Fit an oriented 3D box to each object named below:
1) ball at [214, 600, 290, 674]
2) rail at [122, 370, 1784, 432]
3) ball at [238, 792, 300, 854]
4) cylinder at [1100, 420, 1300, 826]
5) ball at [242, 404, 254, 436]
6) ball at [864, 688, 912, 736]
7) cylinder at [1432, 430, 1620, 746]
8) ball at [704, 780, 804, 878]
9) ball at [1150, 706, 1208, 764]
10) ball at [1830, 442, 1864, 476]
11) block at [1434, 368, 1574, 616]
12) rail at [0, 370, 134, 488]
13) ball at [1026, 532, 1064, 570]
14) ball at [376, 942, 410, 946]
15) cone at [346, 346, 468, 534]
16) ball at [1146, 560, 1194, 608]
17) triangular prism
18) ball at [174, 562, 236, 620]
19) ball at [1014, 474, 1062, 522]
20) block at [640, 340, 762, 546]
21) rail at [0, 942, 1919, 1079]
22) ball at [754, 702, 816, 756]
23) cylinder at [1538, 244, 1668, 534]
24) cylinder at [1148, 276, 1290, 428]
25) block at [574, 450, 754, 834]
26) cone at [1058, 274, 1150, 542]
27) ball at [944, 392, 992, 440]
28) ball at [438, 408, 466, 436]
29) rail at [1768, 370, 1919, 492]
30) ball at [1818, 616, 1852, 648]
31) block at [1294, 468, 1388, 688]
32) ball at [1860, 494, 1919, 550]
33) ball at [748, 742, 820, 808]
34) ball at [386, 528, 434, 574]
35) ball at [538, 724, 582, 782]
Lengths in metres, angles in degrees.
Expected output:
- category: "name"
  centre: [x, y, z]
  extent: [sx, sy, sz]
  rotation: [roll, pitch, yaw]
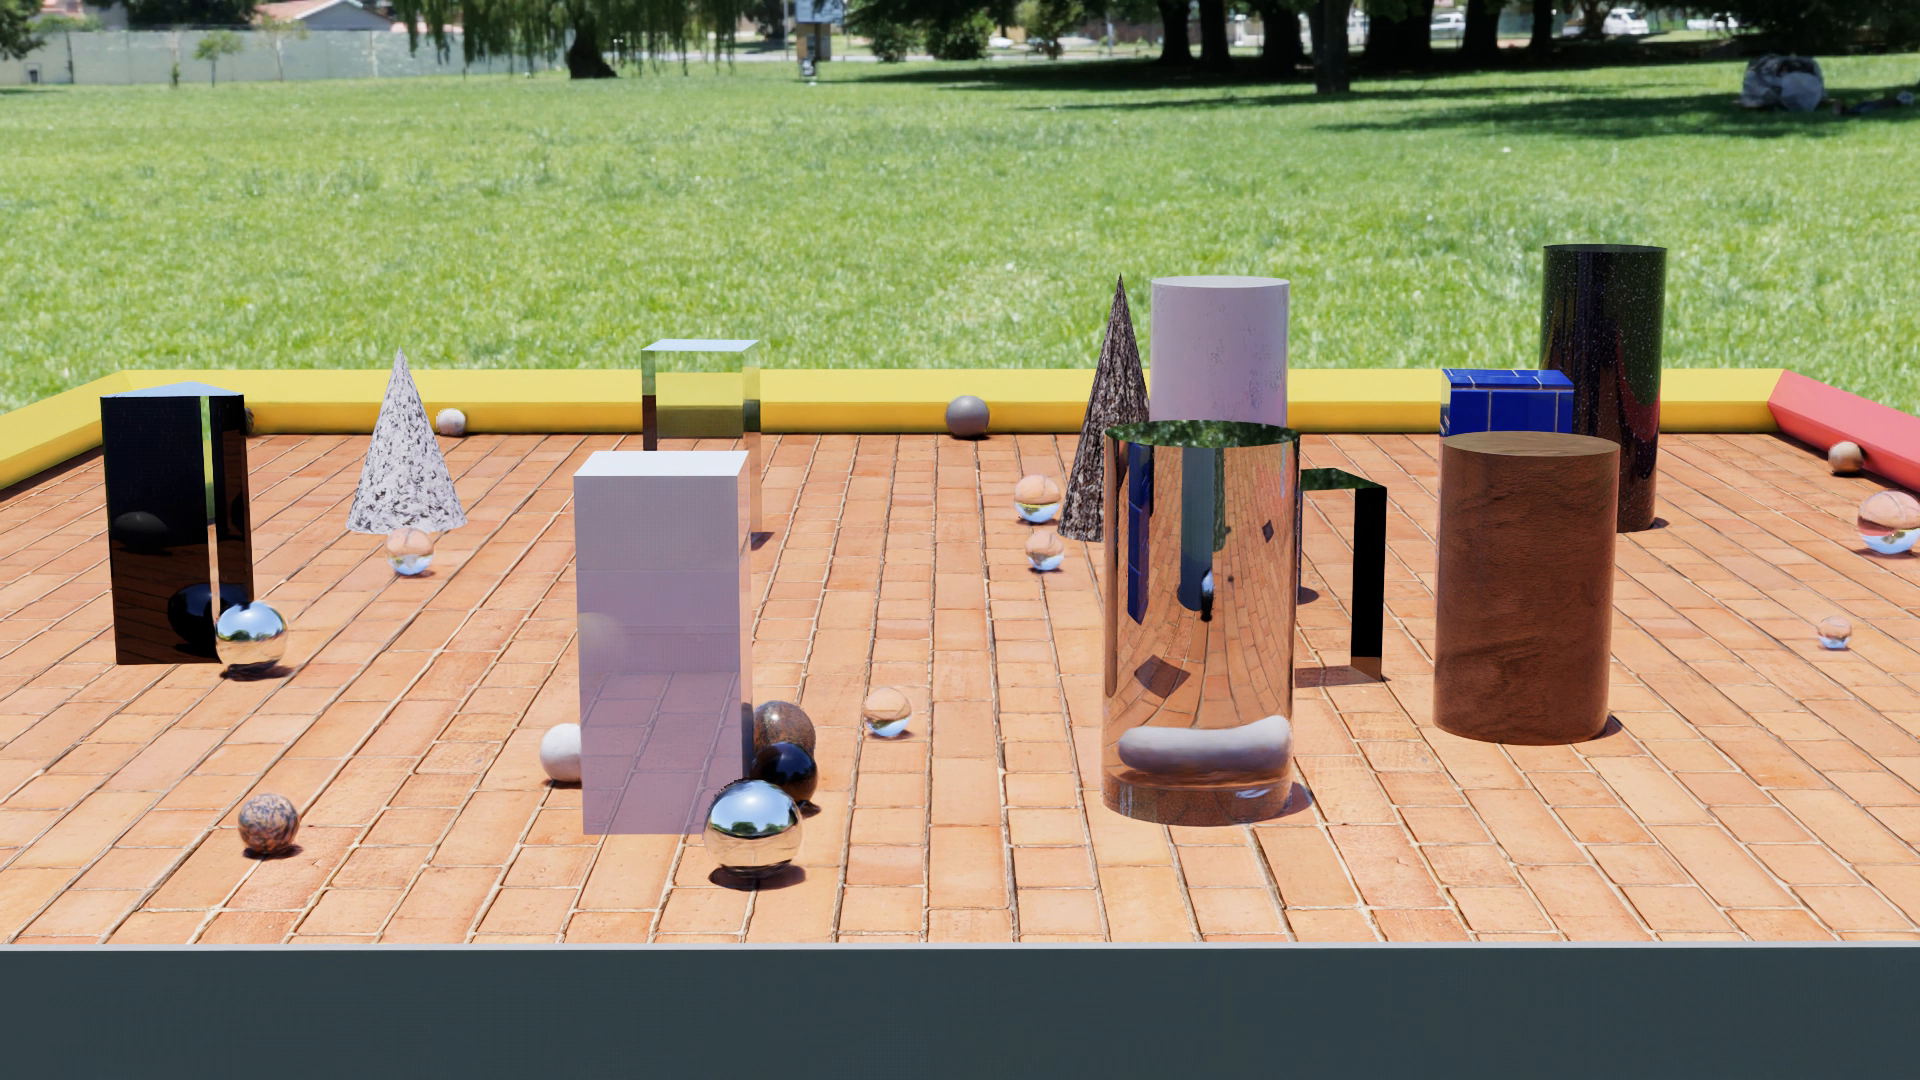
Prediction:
- category: "ball"
  centre: [-0.855, 0.117, 3.093]
  extent: [0.088, 0.088, 0.088]
  rotation: [0, 11, 0]
- category: "rail"
  centre: [-0.010, -0.273, 5.088]
  extent: [3.306, 0.124, 0.045]
  rotation: [0, 11, 0]
- category: "ball"
  centre: [-0.645, 0.264, 2.393]
  extent: [0.056, 0.056, 0.056]
  rotation: [0, 11, 0]
- category: "cylinder"
  centre: [0.236, 0.078, 2.537]
  extent: [0.191, 0.370, 0.191]
  rotation: [0, 11, 0]
- category: "ball"
  centre: [-1.421, -0.234, 5.038]
  extent: [0.068, 0.068, 0.068]
  rotation: [0, 11, 0]
- category: "ball"
  centre: [-0.080, 0.188, 2.810]
  extent: [0.053, 0.053, 0.053]
  rotation: [0, 11, 0]
- category: "cylinder"
  centre: [0.624, 0.050, 2.835]
  extent: [0.191, 0.316, 0.191]
  rotation: [0, 11, 0]
- category: "ball"
  centre: [-0.187, 0.261, 2.318]
  extent: [0.089, 0.089, 0.089]
  rotation: [0, 11, 0]
- category: "ball"
  centre: [0.230, 0.205, 2.700]
  extent: [0.061, 0.061, 0.061]
  rotation: [0, 11, 0]
- category: "ball"
  centre: [1.585, -0.146, 4.584]
  extent: [0.060, 0.060, 0.060]
  rotation: [0, 11, 0]
- category: "block"
  centre: [0.705, -0.050, 3.342]
  extent: [0.153, 0.327, 0.153]
  rotation: [1, 11, 6]
- category: "rail"
  centre: [-1.629, 0.034, 3.440]
  extent: [0.045, 0.124, 3.382]
  rotation: [0, 11, 0]
- category: "ball"
  centre: [0.124, 0.016, 3.723]
  extent: [0.056, 0.056, 0.056]
  rotation: [0, 11, 0]
- category: "ball"
  centre: [-0.416, 0.342, 1.876]
  extent: [0.093, 0.093, 0.093]
  rotation: [0, 11, 0]
- category: "cone"
  centre: [-0.885, -0.168, 4.078]
  extent: [0.191, 0.288, 0.191]
  rotation: [0, 11, 0]
- category: "ball"
  centre: [0.285, 0.059, 3.471]
  extent: [0.065, 0.065, 0.065]
  rotation: [0, 11, 0]
- category: "triangular prism"
  centre: [-0.959, -0.024, 3.193]
  extent: [0.165, 0.331, 0.143]
  rotation: [-1, 11, -7]
- category: "ball"
  centre: [-0.999, 0.067, 3.395]
  extent: [0.077, 0.077, 0.077]
  rotation: [0, 11, 0]
- category: "ball"
  centre: [0.124, -0.067, 4.116]
  extent: [0.077, 0.077, 0.077]
  rotation: [0, 11, 0]
- category: "block"
  centre: [-0.393, -0.147, 3.924]
  extent: [0.153, 0.304, 0.153]
  rotation: [1, 11, 5]
- category: "rail"
  centre: [0.010, 0.337, 1.810]
  extent: [3.306, 0.124, 0.045]
  rotation: [0, 11, 0]
- category: "ball"
  centre: [-0.188, 0.206, 2.637]
  extent: [0.081, 0.081, 0.081]
  rotation: [0, 11, 0]
- category: "cylinder"
  centre: [1.014, -0.243, 4.073]
  extent: [0.191, 0.439, 0.191]
  rotation: [0, 11, 0]
- category: "cylinder"
  centre: [0.358, -0.144, 3.565]
  extent: [0.191, 0.430, 0.191]
  rotation: [0, 11, 0]
- category: "block"
  centre: [-0.284, 0.097, 2.496]
  extent: [0.153, 0.347, 0.153]
  rotation: [0, 11, -1]
- category: "cone"
  centre: [0.247, -0.213, 3.993]
  extent: [0.191, 0.409, 0.191]
  rotation: [0, 11, 0]
- category: "ball"
  centre: [0.016, -0.242, 5.032]
  extent: [0.095, 0.095, 0.095]
  rotation: [0, 11, 0]
- category: "ball"
  centre: [-1.001, -0.231, 5.056]
  extent: [0.056, 0.056, 0.056]
  rotation: [0, 11, 0]
- category: "rail"
  centre: [1.629, 0.030, 3.458]
  extent: [0.045, 0.124, 3.382]
  rotation: [0, 11, 0]
- category: "ball"
  centre: [1.101, 0.116, 3.229]
  extent: [0.041, 0.041, 0.041]
  rotation: [0, 11, 0]
- category: "block"
  centre: [0.407, 0.044, 3.084]
  extent: [0.153, 0.236, 0.153]
  rotation: [-3, 11, -15]
- category: "ball"
  centre: [1.395, -0.027, 3.847]
  extent: [0.085, 0.085, 0.085]
  rotation: [0, 11, 0]
- category: "ball"
  centre: [-0.173, 0.233, 2.524]
  extent: [0.069, 0.069, 0.069]
  rotation: [0, 11, 0]
- category: "ball"
  centre: [-0.792, 0.016, 3.692]
  extent: [0.068, 0.068, 0.068]
  rotation: [0, 11, 0]
- category: "ball"
  centre: [-0.401, 0.218, 2.627]
  extent: [0.061, 0.061, 0.061]
  rotation: [0, 11, 0]
